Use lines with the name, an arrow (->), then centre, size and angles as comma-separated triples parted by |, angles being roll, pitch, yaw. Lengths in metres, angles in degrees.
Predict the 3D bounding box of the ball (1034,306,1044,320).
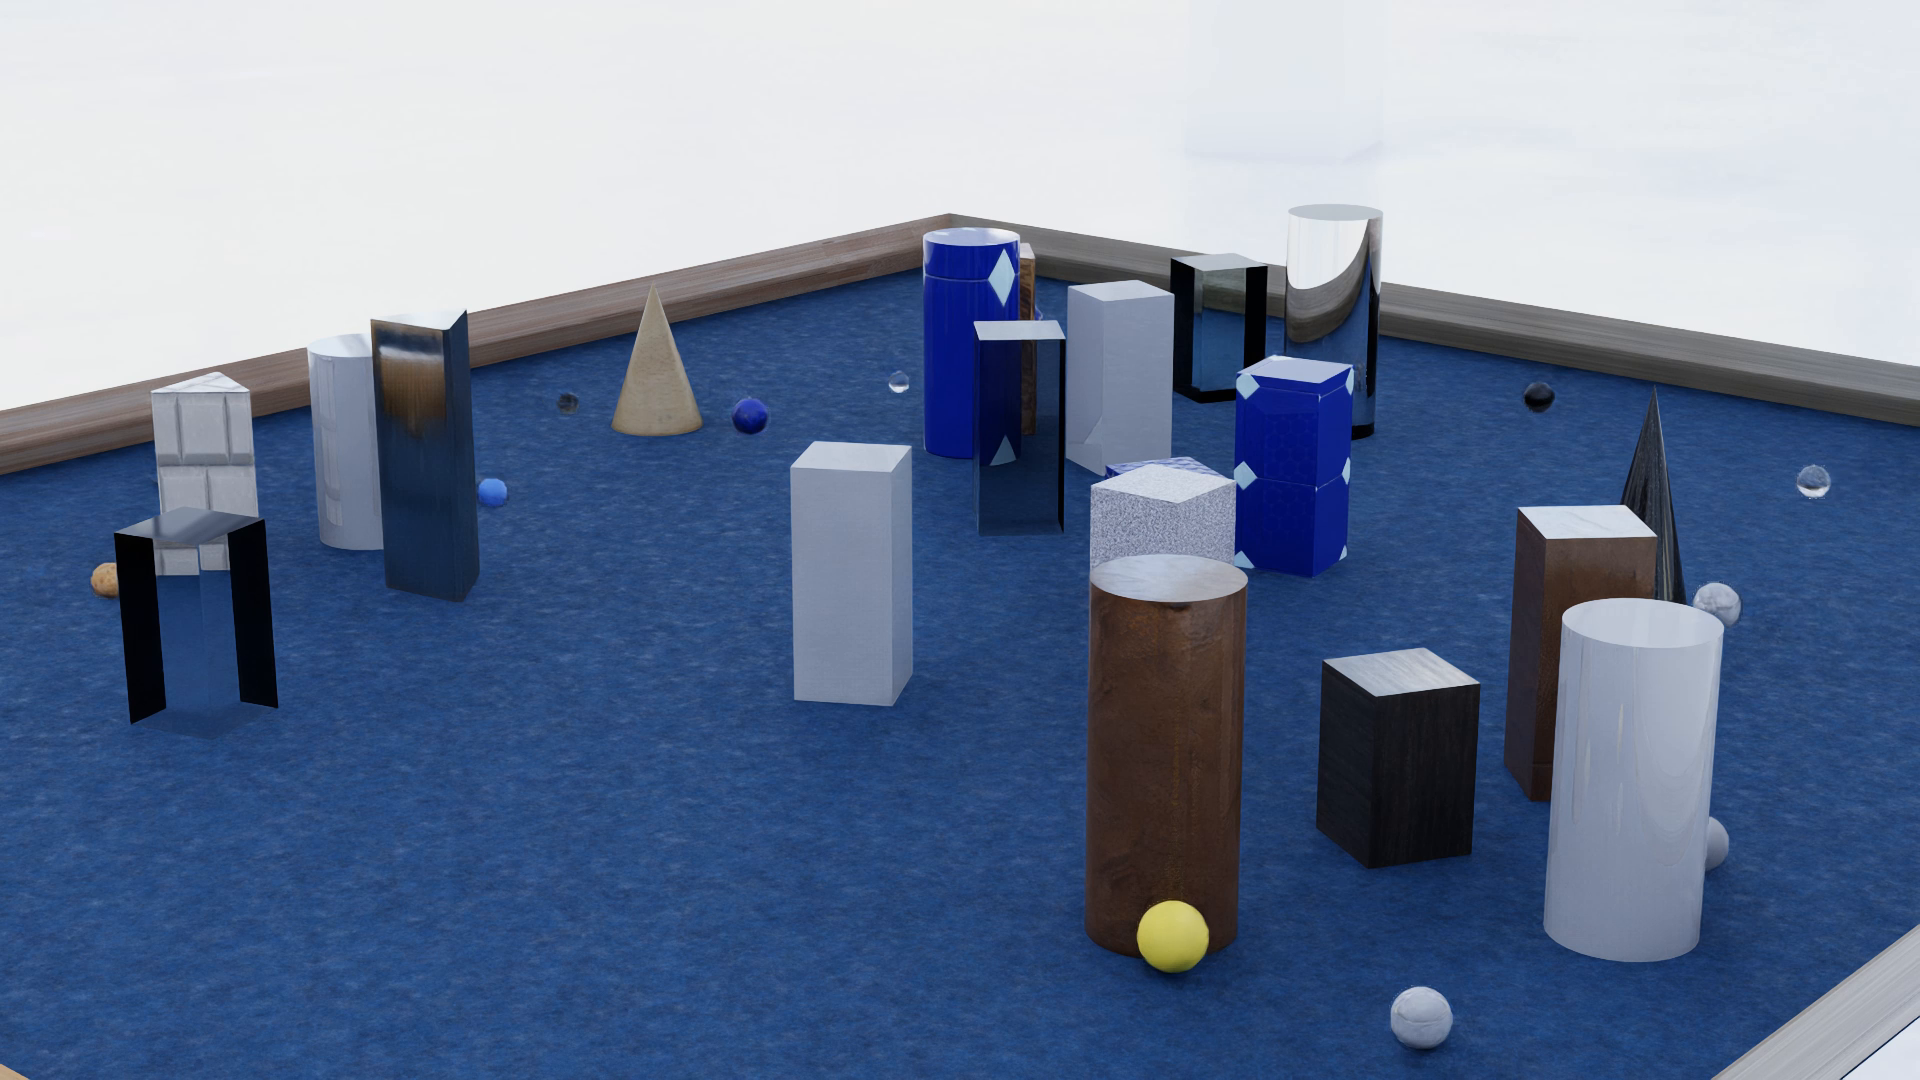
ball -> 0.152, -0.518, 7.000 | 0.099, 0.099, 0.099 | 0, 17, 0

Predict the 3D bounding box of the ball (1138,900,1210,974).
ball -> 0.264, 0.492, 3.636 | 0.089, 0.089, 0.089 | 0, 17, 0

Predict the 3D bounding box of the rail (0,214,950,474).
rail -> -1.469, -0.336, 6.341 | 0.045, 0.128, 4.446 | 14, 22, 39

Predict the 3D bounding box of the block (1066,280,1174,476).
block -> 0.322, -0.329, 5.926 | 0.158, 0.357, 0.158 | -8, 18, -24

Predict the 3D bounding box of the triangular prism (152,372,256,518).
triangular prism -> -1.356, -0.132, 5.338 | 0.171, 0.320, 0.148 | 0, 17, -2

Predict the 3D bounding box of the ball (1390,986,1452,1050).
ball -> 0.544, 0.563, 3.456 | 0.073, 0.073, 0.073 | 0, 17, 0

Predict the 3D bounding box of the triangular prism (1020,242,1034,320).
triangular prism -> 0.111, -0.443, 6.286 | 0.171, 0.368, 0.148 | 8, 19, 26

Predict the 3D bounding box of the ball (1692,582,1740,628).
ball -> 1.275, 0.112, 4.942 | 0.080, 0.080, 0.080 | 0, 17, 0

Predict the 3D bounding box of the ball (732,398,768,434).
ball -> -0.443, -0.261, 6.182 | 0.079, 0.079, 0.079 | 0, 17, 0

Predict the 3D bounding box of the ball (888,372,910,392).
ball -> -0.136, -0.352, 6.541 | 0.047, 0.047, 0.047 | 0, 17, 0

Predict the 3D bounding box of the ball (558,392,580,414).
ball -> -0.848, -0.295, 6.348 | 0.048, 0.048, 0.048 | 0, 17, 0

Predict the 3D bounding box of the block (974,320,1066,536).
block -> 0.110, -0.210, 5.501 | 0.158, 0.375, 0.158 | -1, 17, -4

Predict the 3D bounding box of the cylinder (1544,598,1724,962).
cylinder -> 0.853, 0.303, 3.724 | 0.198, 0.418, 0.198 | 0, 17, 0

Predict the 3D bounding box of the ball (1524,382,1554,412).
ball -> 1.257, -0.311, 6.371 | 0.066, 0.066, 0.066 | 0, 17, 0

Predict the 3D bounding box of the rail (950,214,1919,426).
rail -> 1.442, -0.447, 6.710 | 3.939, 0.128, 0.045 | 14, 22, 39

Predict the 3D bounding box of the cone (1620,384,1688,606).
cone -> 1.100, -0.022, 4.707 | 0.198, 0.471, 0.198 | 0, 17, 0

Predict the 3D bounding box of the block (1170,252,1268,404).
block -> 0.570, -0.471, 6.502 | 0.158, 0.297, 0.158 | -7, 18, -22

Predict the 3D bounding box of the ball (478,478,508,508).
ball -> -0.902, -0.092, 5.660 | 0.057, 0.057, 0.057 | 0, 17, 0

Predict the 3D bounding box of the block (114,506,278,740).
block -> -1.170, 0.126, 4.500 | 0.158, 0.309, 0.158 | 8, 18, 25

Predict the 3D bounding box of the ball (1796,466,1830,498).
ball -> 1.666, -0.114, 5.719 | 0.064, 0.064, 0.064 | 0, 17, 0

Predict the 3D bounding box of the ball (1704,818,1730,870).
ball -> 1.002, 0.410, 3.963 | 0.075, 0.075, 0.075 | 0, 17, 0

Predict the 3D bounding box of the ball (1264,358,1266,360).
ball -> 0.692, -0.375, 6.581 | 0.068, 0.068, 0.068 | 0, 17, 0

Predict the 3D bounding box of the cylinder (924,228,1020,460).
cylinder -> 0.023, -0.405, 6.030 | 0.198, 0.443, 0.198 | 0, 17, 0

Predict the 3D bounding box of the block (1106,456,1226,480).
block -> 0.352, 0.000, 5.034 | 0.158, 0.242, 0.158 | -6, 18, -20

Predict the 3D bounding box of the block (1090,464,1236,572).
block -> 0.309, 0.094, 4.491 | 0.158, 0.376, 0.158 | 13, 21, 36

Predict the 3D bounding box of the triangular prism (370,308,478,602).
triangular prism -> -0.903, -0.155, 5.127 | 0.171, 0.485, 0.148 | 10, 20, 30

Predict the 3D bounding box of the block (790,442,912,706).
block -> -0.169, 0.052, 4.622 | 0.158, 0.380, 0.158 | 3, 17, 10

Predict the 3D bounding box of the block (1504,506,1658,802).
block -> 0.892, 0.162, 4.232 | 0.158, 0.394, 0.158 | -1, 17, -4

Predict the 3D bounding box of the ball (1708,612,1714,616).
ball -> 1.201, 0.139, 4.727 | 0.044, 0.044, 0.044 | 0, 17, 0

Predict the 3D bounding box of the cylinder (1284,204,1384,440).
cylinder -> 0.781, -0.458, 6.165 | 0.198, 0.467, 0.198 | 0, 17, 0

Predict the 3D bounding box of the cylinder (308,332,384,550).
cylinder -> -1.097, -0.184, 5.433 | 0.198, 0.364, 0.198 | 0, 17, 0

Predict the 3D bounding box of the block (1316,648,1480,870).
block -> 0.601, 0.298, 4.033 | 0.158, 0.249, 0.158 | -6, 18, -19

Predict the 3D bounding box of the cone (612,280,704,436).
cone -> -0.647, -0.398, 6.229 | 0.198, 0.314, 0.198 | 0, 17, 0

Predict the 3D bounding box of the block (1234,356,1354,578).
block -> 0.599, -0.134, 5.278 | 0.158, 0.357, 0.158 | 9, 19, 28

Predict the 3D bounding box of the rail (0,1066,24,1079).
rail -> -1.442, 0.511, 3.530 | 3.939, 0.128, 0.045 | 14, 22, 39

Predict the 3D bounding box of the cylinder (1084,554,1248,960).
cylinder -> 0.260, 0.274, 3.720 | 0.198, 0.475, 0.198 | 0, 17, 0

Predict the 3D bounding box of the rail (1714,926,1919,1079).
rail -> 1.469, 0.400, 3.898 | 0.045, 0.128, 4.446 | 14, 22, 39

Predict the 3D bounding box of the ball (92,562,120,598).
ball -> -1.483, 0.070, 5.113 | 0.062, 0.062, 0.062 | 0, 17, 0
